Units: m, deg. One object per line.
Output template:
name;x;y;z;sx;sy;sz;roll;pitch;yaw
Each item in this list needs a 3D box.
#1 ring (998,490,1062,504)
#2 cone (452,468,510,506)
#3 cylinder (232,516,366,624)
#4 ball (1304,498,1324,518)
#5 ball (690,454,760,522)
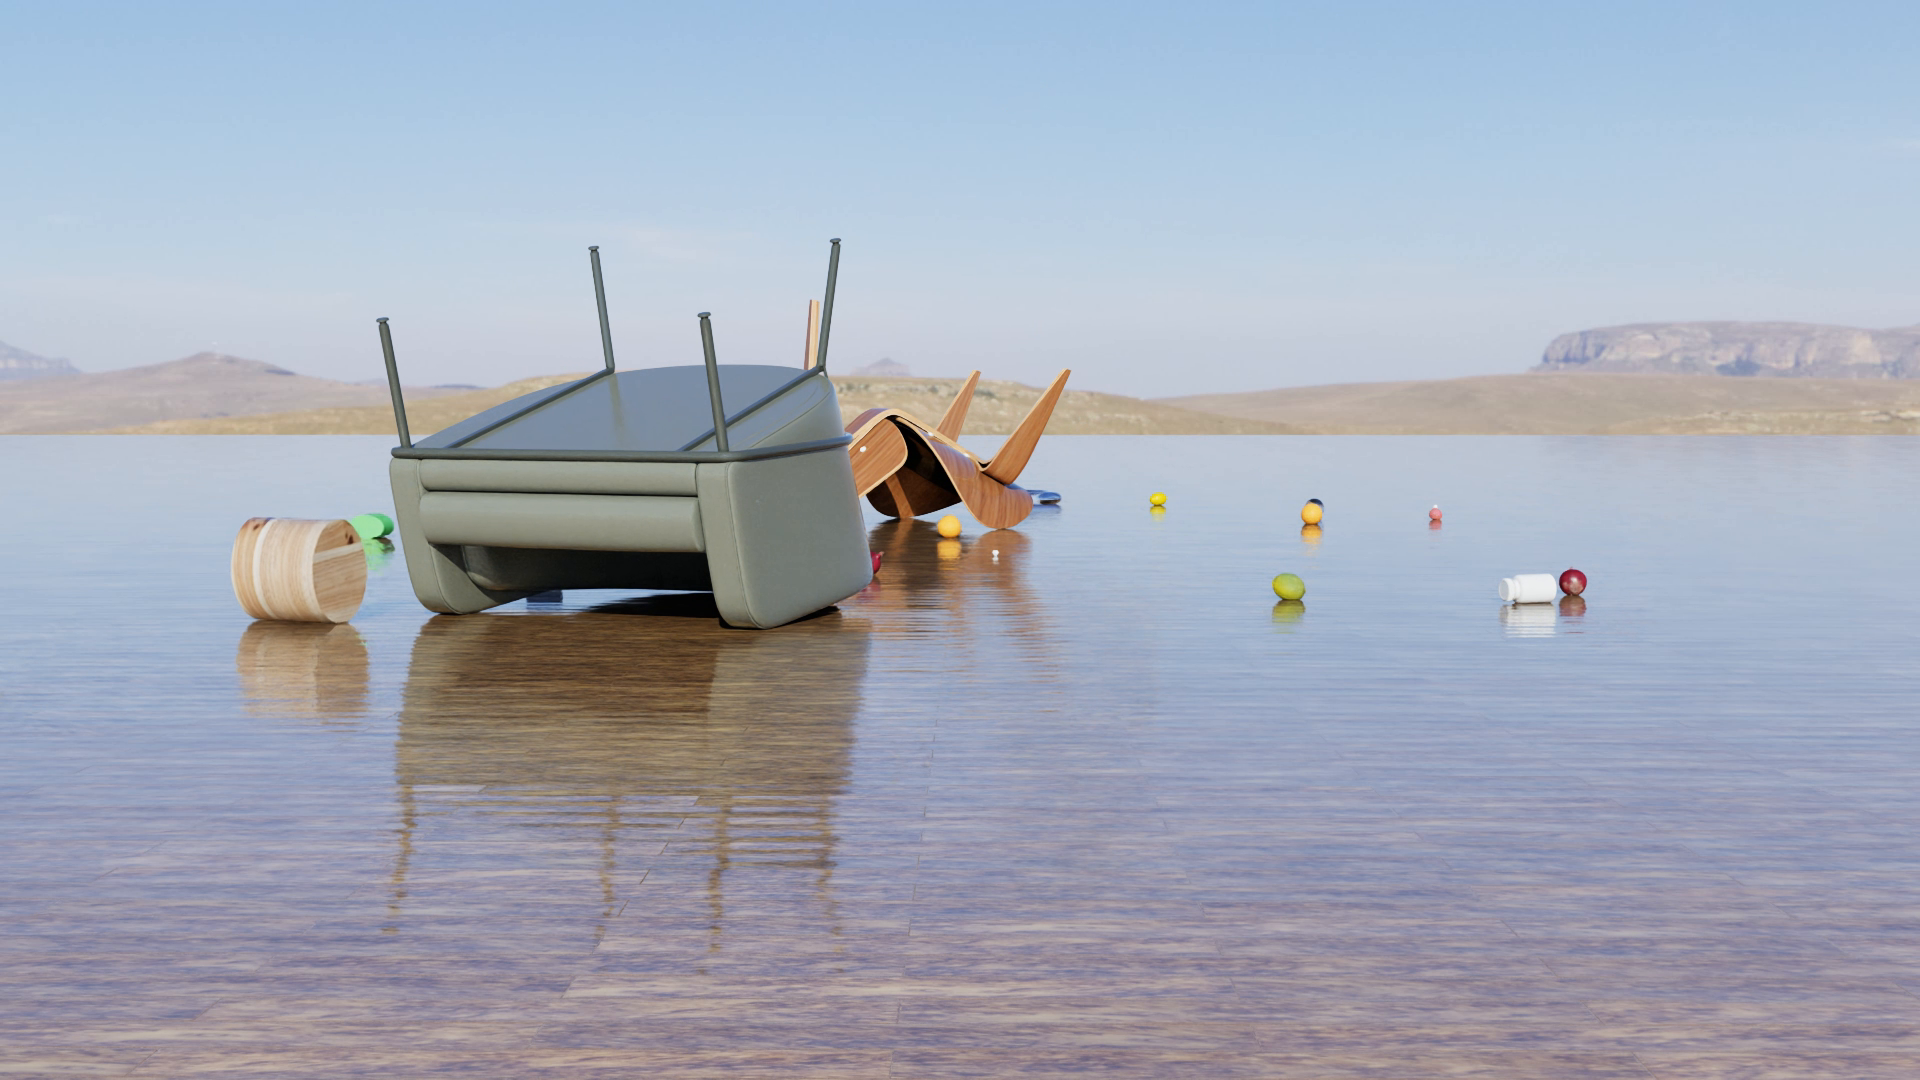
ring;0.274;-0.167;8.609;0.250;0.051;0.256;-1;5;-21
cone;-1.882;-0.173;8.536;0.209;0.151;0.182;-25;29;-28
cylinder;-1.277;0.057;4.250;0.198;0.201;0.155;2;9;24
ball;1.234;-0.111;7.657;0.069;0.069;0.069;0;4;0
ball;-0.790;-0.173;7.384;0.230;0.230;0.230;0;4;0
